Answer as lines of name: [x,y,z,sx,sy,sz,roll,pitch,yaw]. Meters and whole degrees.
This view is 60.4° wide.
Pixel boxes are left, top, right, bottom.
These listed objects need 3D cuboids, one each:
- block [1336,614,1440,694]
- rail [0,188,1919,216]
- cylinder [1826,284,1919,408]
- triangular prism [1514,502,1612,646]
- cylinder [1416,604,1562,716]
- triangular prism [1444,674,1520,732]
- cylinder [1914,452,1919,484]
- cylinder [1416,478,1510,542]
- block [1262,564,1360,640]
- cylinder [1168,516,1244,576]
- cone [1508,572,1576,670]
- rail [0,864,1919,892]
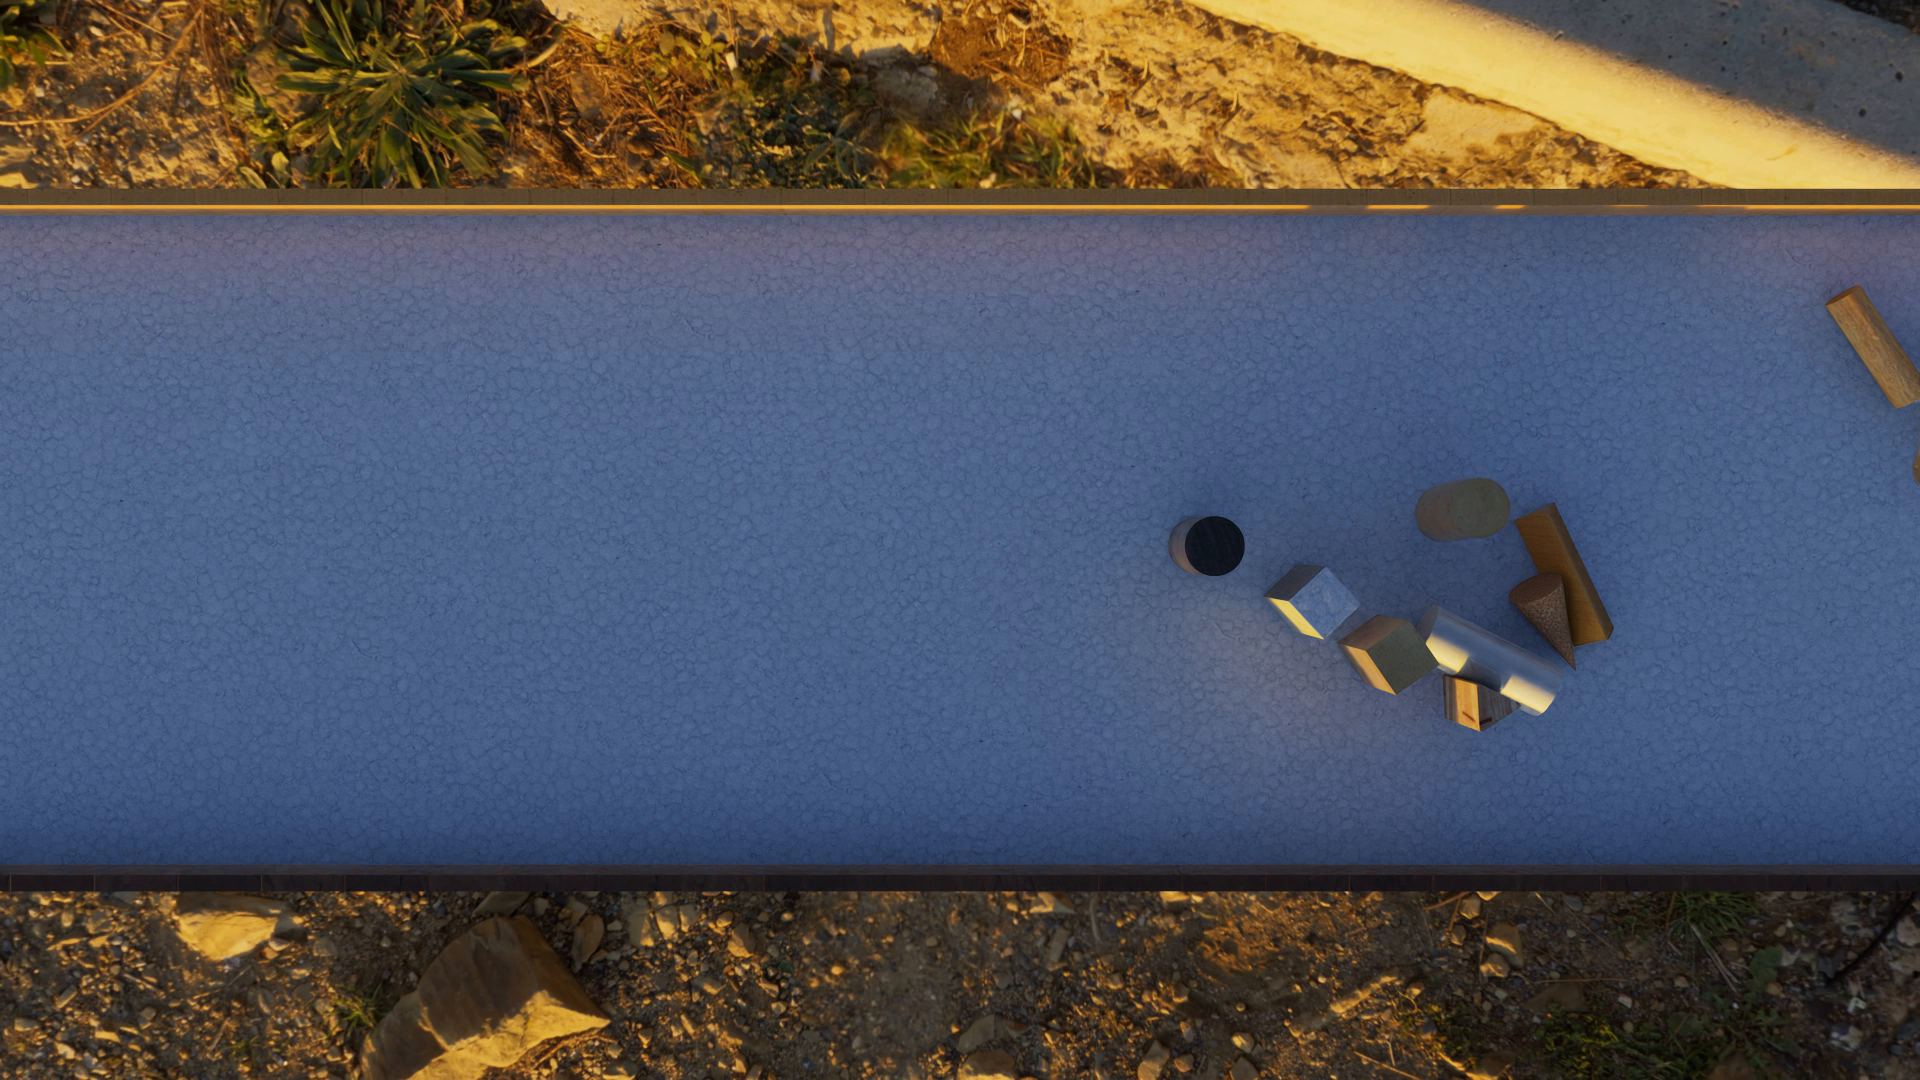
block: [1.264,0.336,4.892,0.153,0.369,0.153,-35,90,0]
rail: [-2.247,-1.025,5.002,12.000,0.150,0.050,0,90,0]
cylinder: [2.794,-0.589,5.022,0.109,0.109,0.378,-34,90,0]
triangular prism: [1.857,0.106,5.016,0.133,0.115,0.428,-25,90,0]
cylinder: [1.589,0.365,4.992,0.416,0.170,0.170,27,90,0]
triangular prism: [1.521,0.463,4.907,0.138,0.340,0.119,-34,90,0]
cylinder: [3.128,-0.211,5.017,0.384,0.119,0.119,4,90,0]
cylinder: [1.492,-0.087,4.912,0.175,0.319,0.175,0,87,-3]
block: [1.034,0.178,4.876,0.147,0.400,0.147,-43,90,0]
cylinder: [0.726,0.018,4.888,0.172,0.377,0.172,0,90,0]
cone: [1.820,0.276,5.037,0.165,0.165,0.314,-31,105,0]
rail: [-2.247,1.025,5.001,12.000,0.150,0.050,0,90,0]
